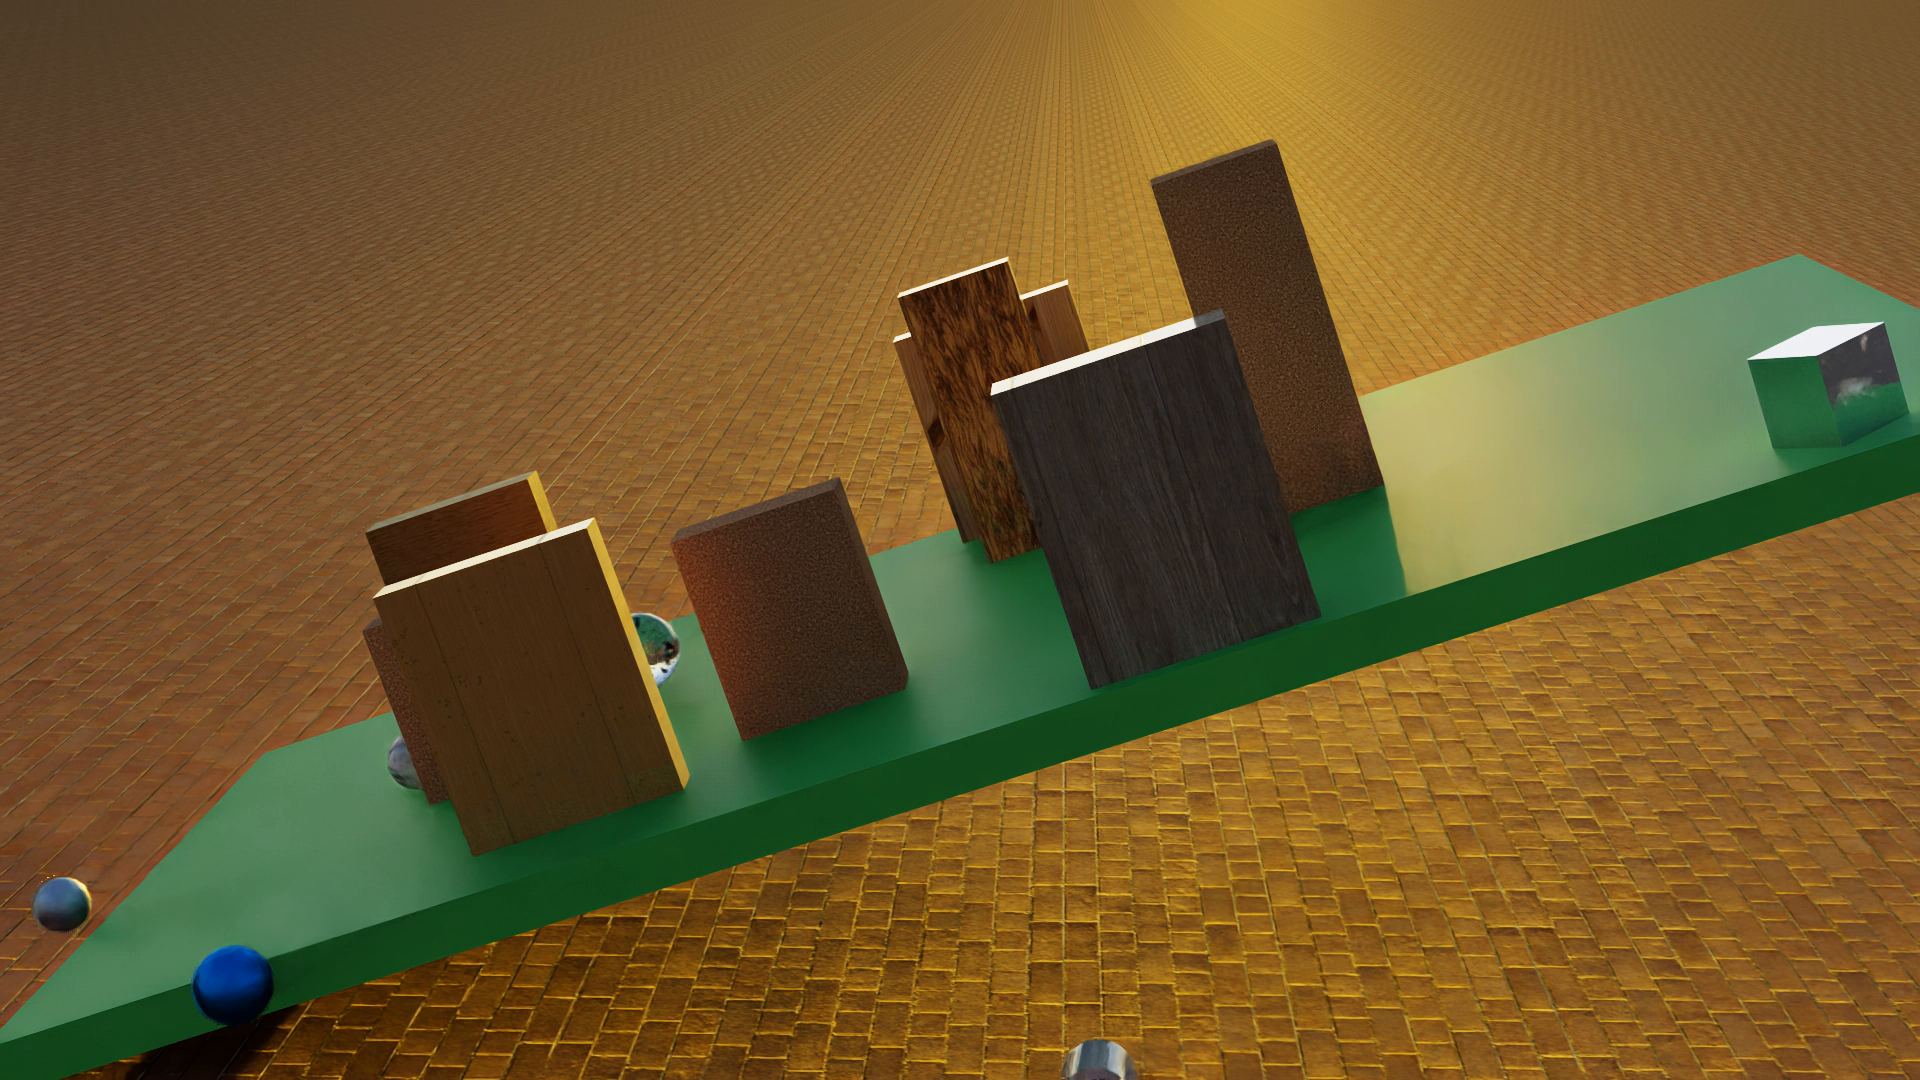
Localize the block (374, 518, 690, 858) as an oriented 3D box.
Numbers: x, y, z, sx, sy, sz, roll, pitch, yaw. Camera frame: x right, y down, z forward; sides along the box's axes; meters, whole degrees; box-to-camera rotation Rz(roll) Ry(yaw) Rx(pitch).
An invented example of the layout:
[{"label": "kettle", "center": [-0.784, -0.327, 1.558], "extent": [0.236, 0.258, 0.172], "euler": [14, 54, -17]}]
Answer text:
[{"label": "block", "center": [-0.821, 0.285, 5.662], "extent": [0.435, 0.541, 0.097], "euler": [-18, 11, 6]}]

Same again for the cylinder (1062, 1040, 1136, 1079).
[{"label": "cylinder", "center": [0.253, 1.008, 5.402], "extent": [0.138, 0.138, 0.138], "euler": [1, 12, 5]}]

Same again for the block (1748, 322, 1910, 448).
[{"label": "block", "center": [1.573, -0.279, 5.330], "extent": [0.174, 0.174, 0.174], "euler": [-24, 12, -26]}]

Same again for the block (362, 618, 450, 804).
[{"label": "block", "center": [-1.051, 0.322, 6.252], "extent": [0.294, 0.401, 0.106], "euler": [-18, 11, 6]}]

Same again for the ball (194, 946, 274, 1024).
[{"label": "ball", "center": [-1.328, 0.814, 5.382], "extent": [0.144, 0.144, 0.144], "euler": [0, 12, 0]}]

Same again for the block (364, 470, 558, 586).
[{"label": "block", "center": [-1.046, 0.169, 6.608], "extent": [0.386, 0.550, 0.110], "euler": [-18, 11, 6]}]

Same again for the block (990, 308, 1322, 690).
[{"label": "block", "center": [0.356, -0.073, 5.336], "extent": [0.438, 0.572, 0.132], "euler": [-18, 11, 6]}]

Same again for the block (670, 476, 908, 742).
[{"label": "block", "center": [-0.338, 0.137, 5.874], "extent": [0.344, 0.426, 0.134], "euler": [-18, 11, 6]}]

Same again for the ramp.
[{"label": "ramp", "center": [0.106, 0.180, 6.305], "extent": [4.000, 0.100, 2.000], "euler": [-18, 11, 6]}]

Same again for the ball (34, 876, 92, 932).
[{"label": "ball", "center": [-1.912, 0.776, 6.266], "extent": [0.117, 0.117, 0.117], "euler": [0, 12, 0]}]

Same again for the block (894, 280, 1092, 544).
[{"label": "block", "center": [0.132, -0.306, 7.040], "extent": [0.435, 0.514, 0.085], "euler": [-18, 11, 6]}]

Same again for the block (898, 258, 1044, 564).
[{"label": "block", "center": [0.088, -0.293, 6.693], "extent": [0.260, 0.646, 0.082], "euler": [-18, 11, 6]}]

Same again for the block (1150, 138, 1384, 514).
[{"label": "block", "center": [0.644, -0.438, 6.179], "extent": [0.271, 0.749, 0.141], "euler": [-18, 11, 6]}]

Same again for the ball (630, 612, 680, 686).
[{"label": "ball", "center": [-0.720, 0.251, 6.639], "extent": [0.175, 0.175, 0.175], "euler": [0, 12, 0]}]

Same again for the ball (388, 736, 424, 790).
[{"label": "ball", "center": [-1.183, 0.480, 6.416], "extent": [0.130, 0.130, 0.130], "euler": [0, 12, 0]}]
